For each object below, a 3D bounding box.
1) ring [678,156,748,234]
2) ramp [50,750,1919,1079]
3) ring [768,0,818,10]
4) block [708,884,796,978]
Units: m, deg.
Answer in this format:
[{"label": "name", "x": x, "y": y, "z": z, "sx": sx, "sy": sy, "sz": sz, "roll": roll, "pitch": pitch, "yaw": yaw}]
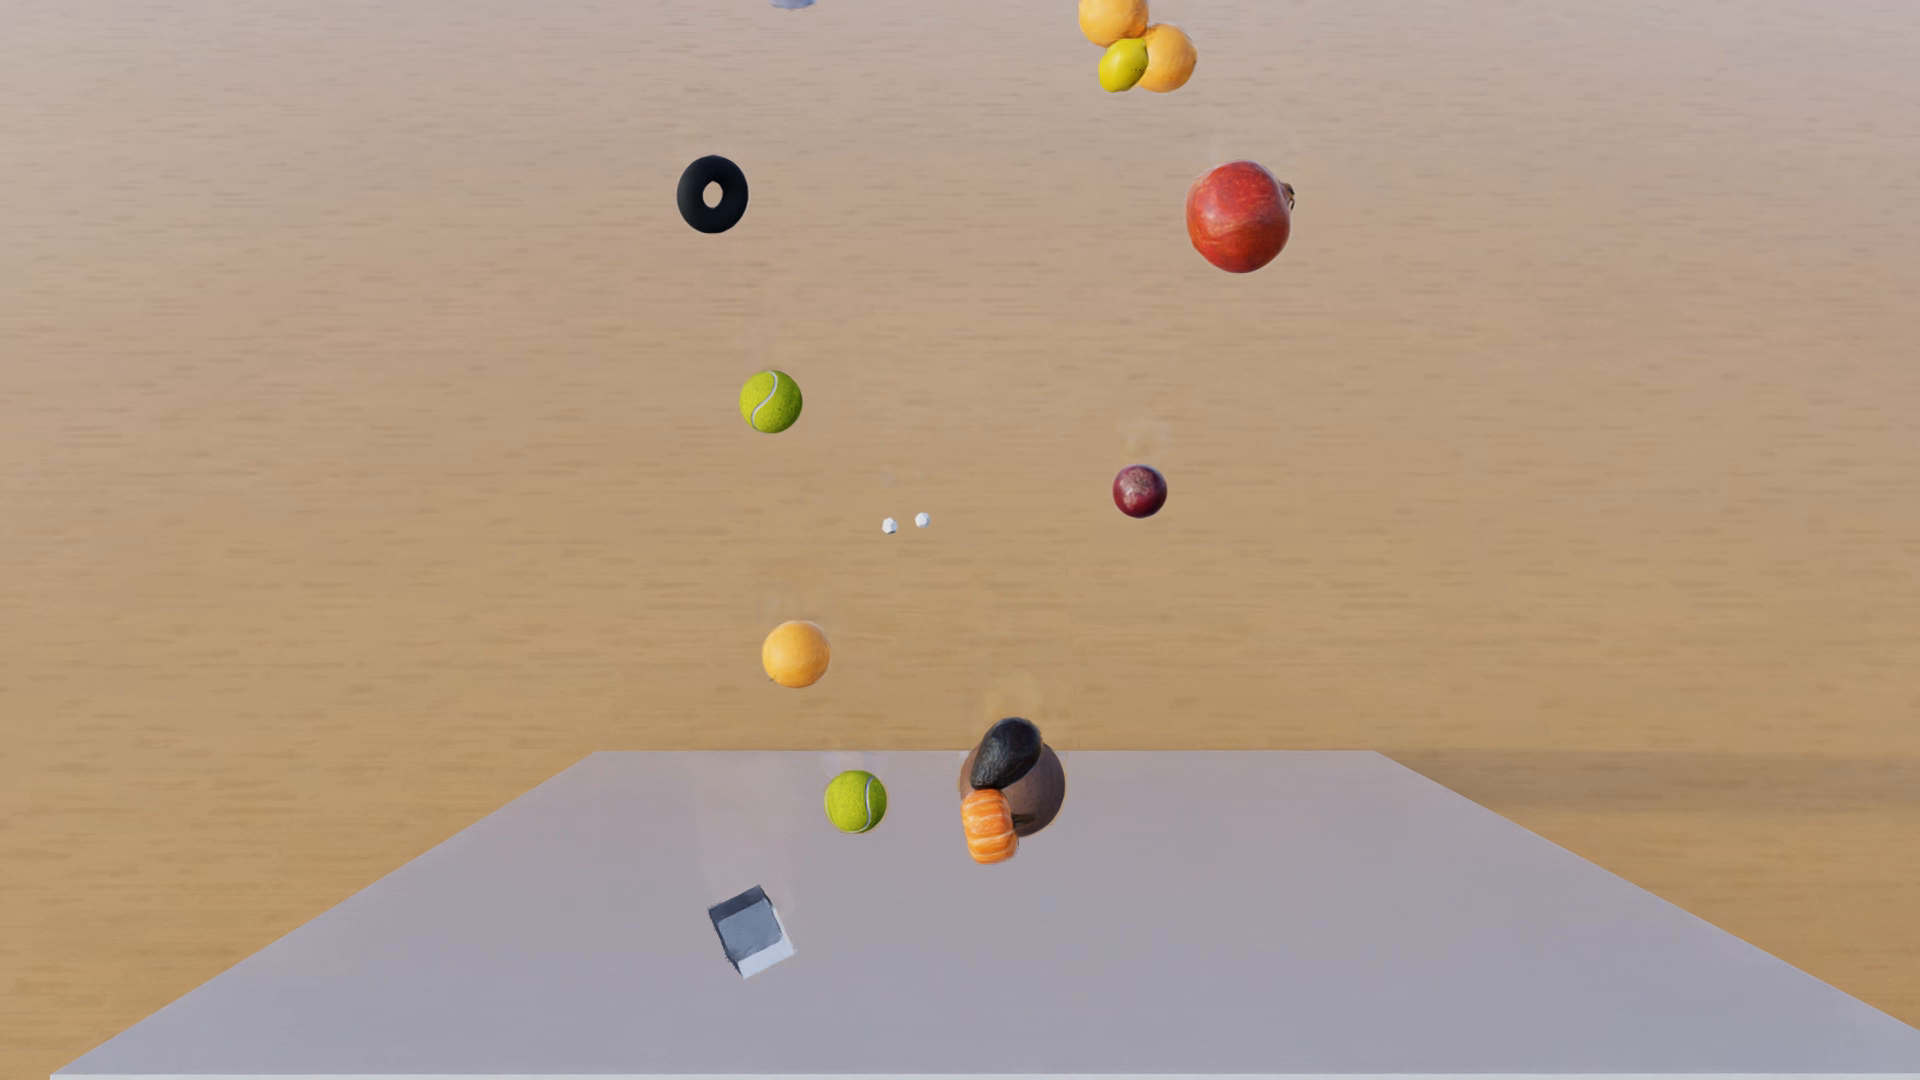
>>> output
[{"label": "ring", "x": -0.253, "y": -0.353, "z": 2.644, "sx": 0.080, "sy": 0.080, "sz": 0.027, "roll": -20, "pitch": 22, "yaw": -30}, {"label": "ramp", "x": 0.067, "y": 0.594, "z": 4.650, "sx": 2.000, "sy": 0.100, "sz": 4.000, "roll": 0, "pitch": 0, "yaw": 0}, {"label": "ring", "x": -0.138, "y": -0.507, "z": 2.293, "sx": 0.089, "sy": 0.089, "sz": 0.030, "roll": -21, "pitch": 64, "yaw": -32}, {"label": "block", "x": -0.220, "y": 0.413, "z": 2.727, "sx": 0.061, "sy": 0.061, "sz": 0.061, "roll": -26, "pitch": 57, "yaw": -3}]
